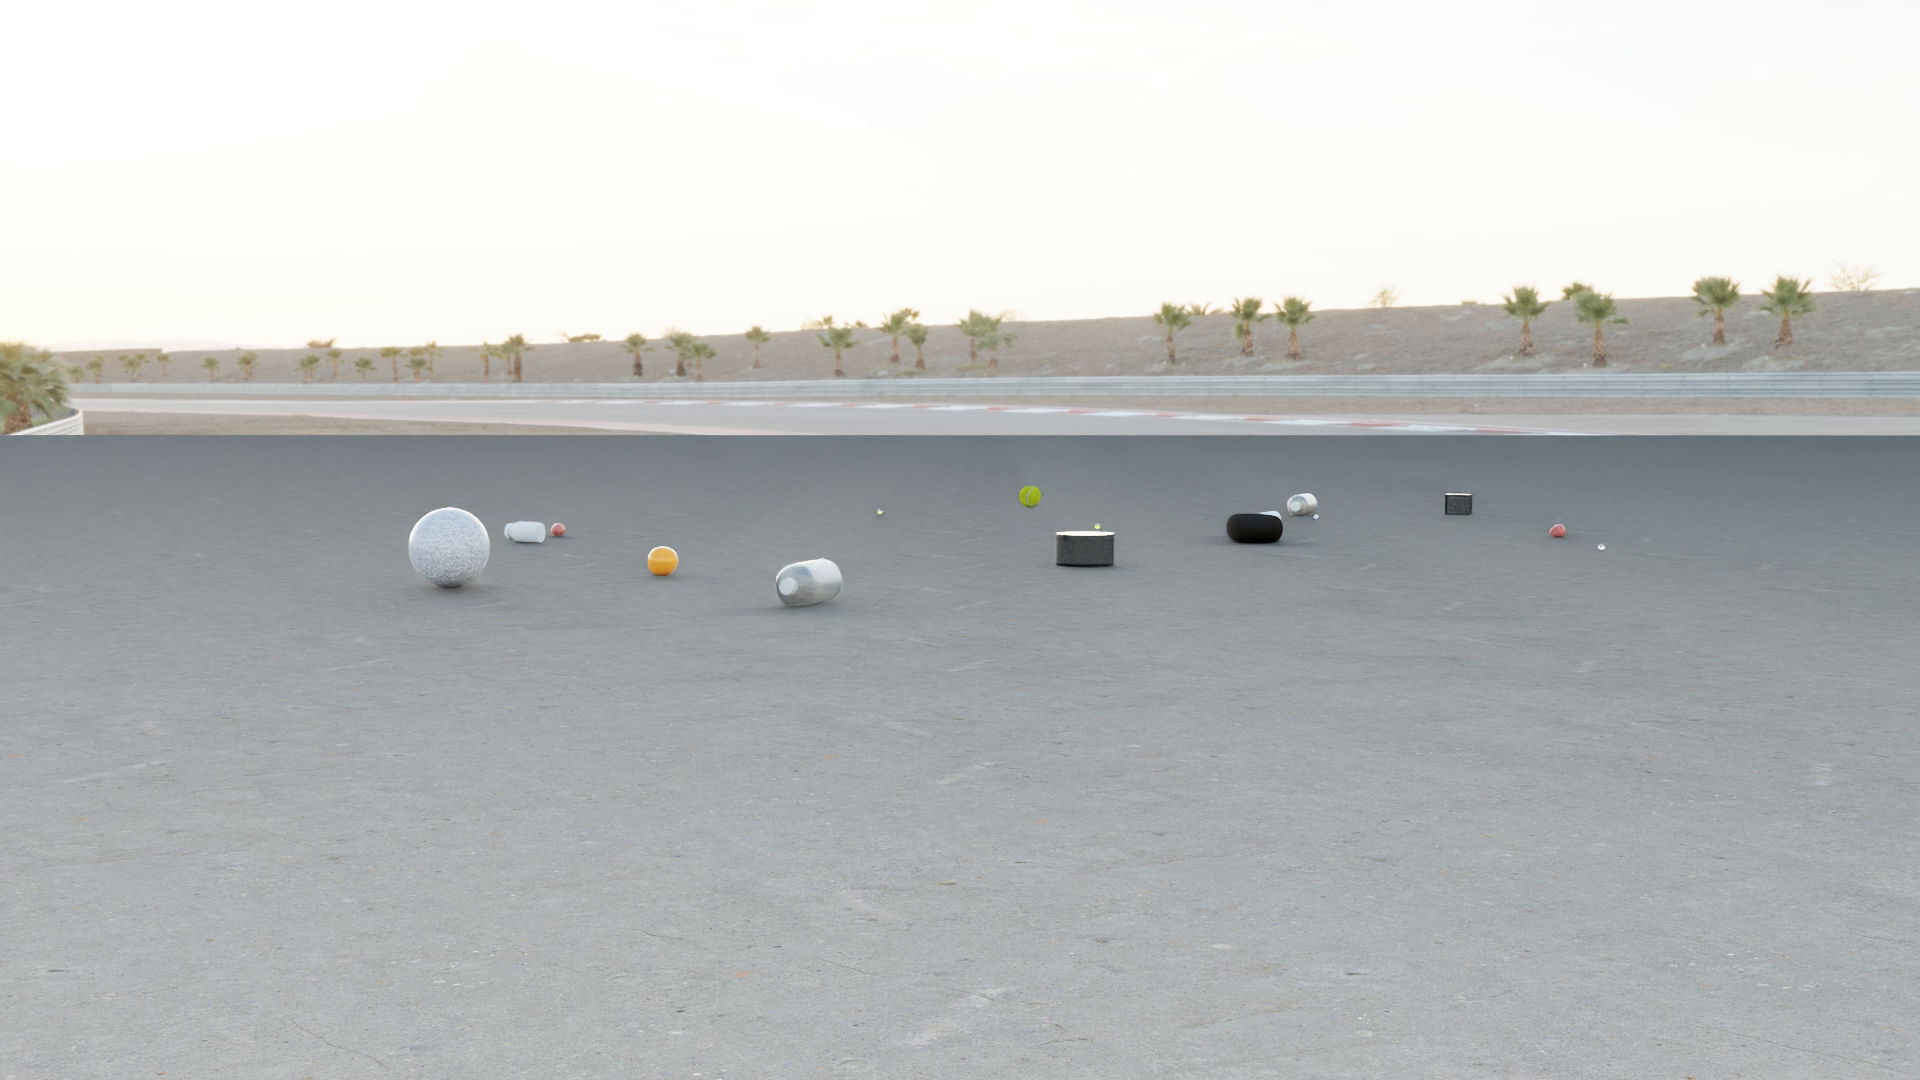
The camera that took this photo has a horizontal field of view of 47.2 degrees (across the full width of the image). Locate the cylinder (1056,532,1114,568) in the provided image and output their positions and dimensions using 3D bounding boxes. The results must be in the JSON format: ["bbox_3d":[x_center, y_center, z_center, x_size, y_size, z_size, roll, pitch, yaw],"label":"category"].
[{"bbox_3d":[0.319,0.023,5.621,0.149,0.080,0.152,-1,4,-16],"label":"cylinder"}]

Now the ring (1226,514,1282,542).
[{"bbox_3d":[0.871,-0.035,6.503,0.166,0.078,0.268,2,3,8],"label":"ring"}]

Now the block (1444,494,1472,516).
[{"bbox_3d":[1.787,-0.128,7.880,0.084,0.072,0.050,2,4,29],"label":"block"}]

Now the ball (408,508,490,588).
[{"bbox_3d":[-1.156,0.017,4.981,0.180,0.180,0.180,0,4,0],"label":"ball"}]
